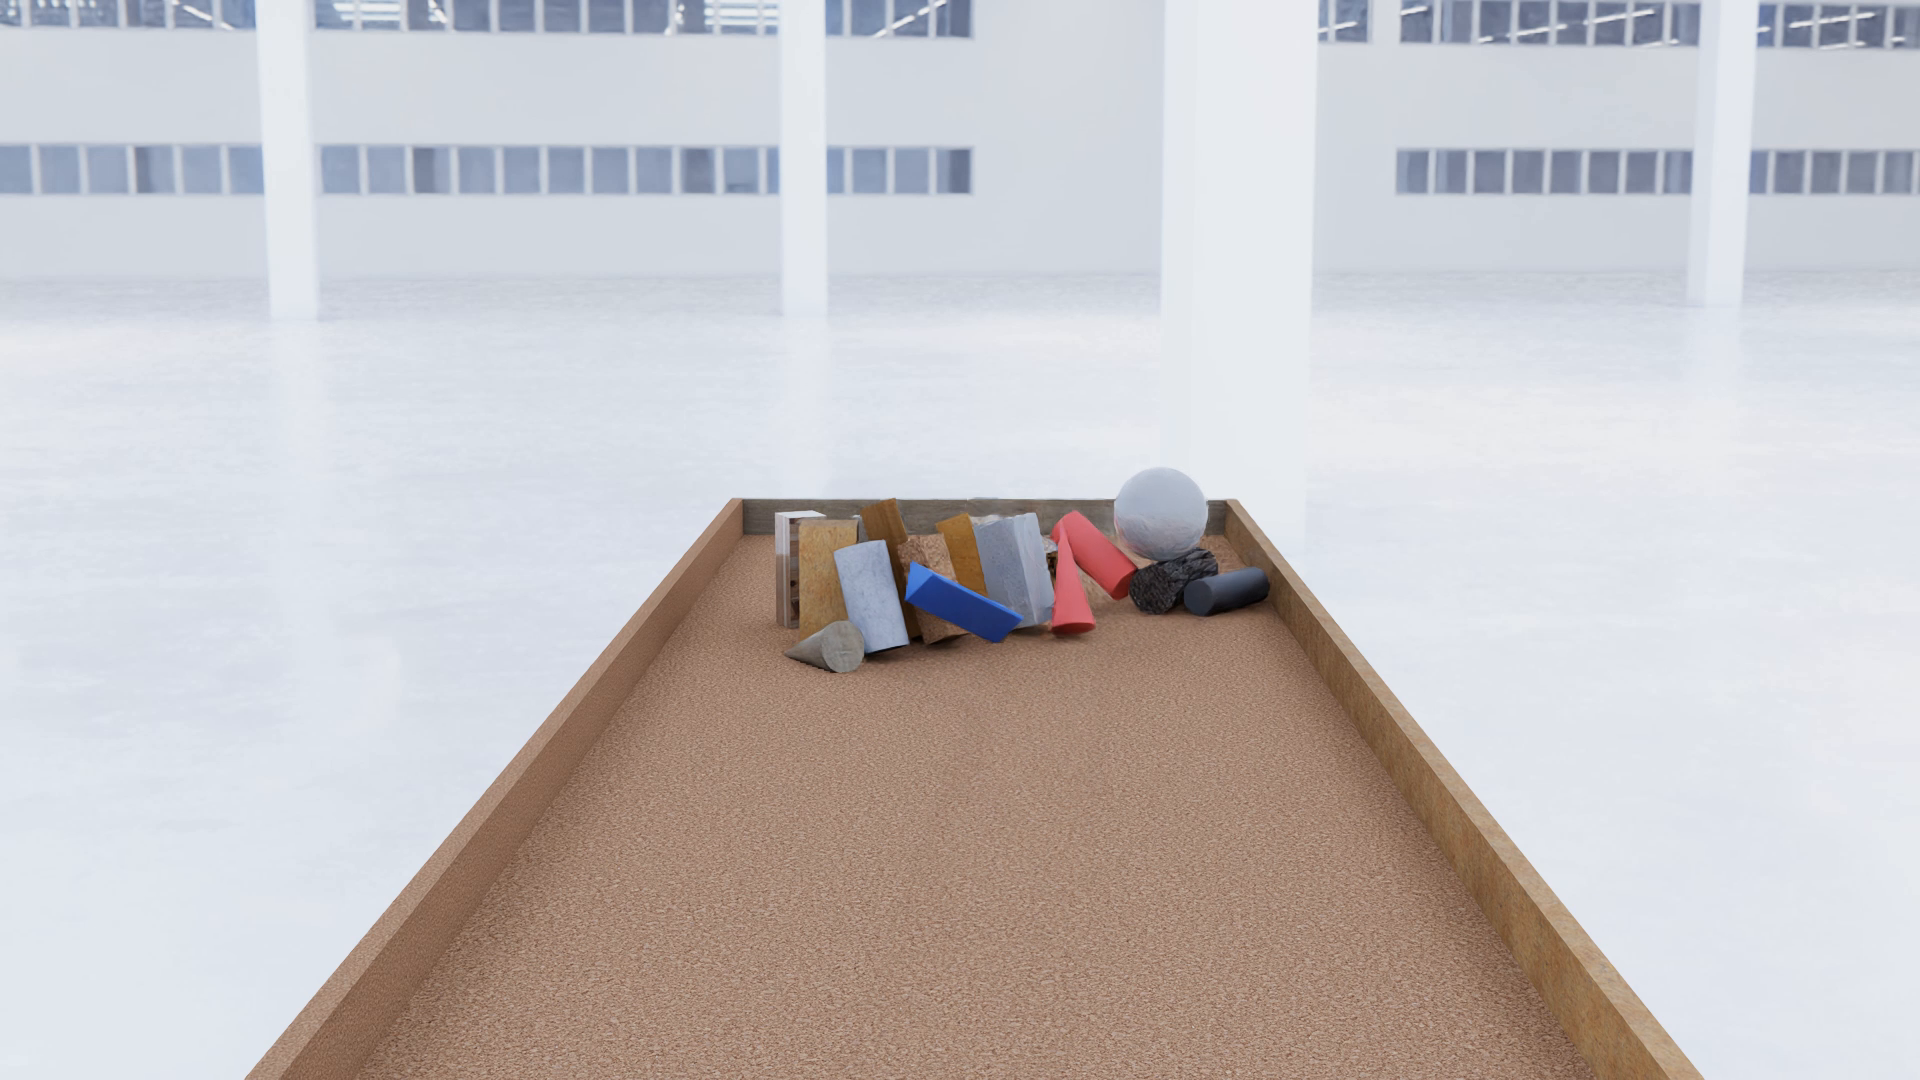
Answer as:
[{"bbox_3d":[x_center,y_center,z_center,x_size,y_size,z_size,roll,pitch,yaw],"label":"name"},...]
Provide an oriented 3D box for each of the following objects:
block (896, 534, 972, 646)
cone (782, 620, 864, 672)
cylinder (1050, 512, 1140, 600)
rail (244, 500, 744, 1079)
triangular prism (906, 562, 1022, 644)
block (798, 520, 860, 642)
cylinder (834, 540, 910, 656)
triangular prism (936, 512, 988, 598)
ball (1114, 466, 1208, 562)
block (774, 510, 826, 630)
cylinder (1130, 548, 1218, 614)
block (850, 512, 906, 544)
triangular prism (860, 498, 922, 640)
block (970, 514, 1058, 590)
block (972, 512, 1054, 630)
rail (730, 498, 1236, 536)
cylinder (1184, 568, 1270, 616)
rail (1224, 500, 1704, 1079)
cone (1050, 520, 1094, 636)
[{"bbox_3d":[-0.081,0.155,6.912,0.109,0.328,0.109,-25,-13,39],"label":"block"},{"bbox_3d":[-0.450,0.334,6.656,0.157,0.157,0.332,-7,-2,-39],"label":"cone"},{"bbox_3d":[0.471,0.053,7.598,0.137,0.137,0.325,-10,46,-47],"label":"cylinder"},{"bbox_3d":[-1.004,0.839,3.234,0.050,0.150,12.000,0,9,1],"label":"rail"},{"bbox_3d":[0.003,0.177,6.838,0.386,0.131,0.114,27,31,-35],"label":"triangular prism"},{"bbox_3d":[-0.410,0.136,6.921,0.178,0.380,0.178,0,7,0],"label":"block"},{"bbox_3d":[-0.270,0.178,6.722,0.164,0.328,0.164,-13,-5,-1],"label":"cylinder"},{"bbox_3d":[0.037,0.100,7.251,0.114,0.362,0.098,-20,-5,5],"label":"triangular prism"},{"bbox_3d":[0.682,-0.088,7.492,0.321,0.321,0.321,0,9,0],"label":"ball"},{"bbox_3d":[-0.521,0.097,7.227,0.131,0.367,0.131,-4,10,-25],"label":"block"},{"bbox_3d":[0.745,0.139,7.605,0.166,0.166,0.447,4,10,25],"label":"cylinder"},{"bbox_3d":[-0.257,0.098,7.184,0.128,0.366,0.128,0,7,41],"label":"block"},{"bbox_3d":[-0.187,0.095,7.038,0.121,0.441,0.105,-19,-6,10],"label":"triangular prism"},{"bbox_3d":[0.184,0.062,7.837,0.175,0.175,0.429,-6,21,-35],"label":"block"},{"bbox_3d":[0.182,0.103,7.144,0.153,0.352,0.153,-12,2,33],"label":"block"},{"bbox_3d":[0.099,-0.098,9.147,2.100,0.150,0.050,0,9,1],"label":"rail"},{"bbox_3d":[0.912,0.175,7.511,0.123,0.123,0.333,8,12,41],"label":"cylinder"},{"bbox_3d":[1.046,0.843,3.208,0.050,0.150,12.000,0,9,1],"label":"rail"},{"bbox_3d":[0.344,0.107,7.072,0.142,0.373,0.142,-5,-19,-2],"label":"cone"}]
